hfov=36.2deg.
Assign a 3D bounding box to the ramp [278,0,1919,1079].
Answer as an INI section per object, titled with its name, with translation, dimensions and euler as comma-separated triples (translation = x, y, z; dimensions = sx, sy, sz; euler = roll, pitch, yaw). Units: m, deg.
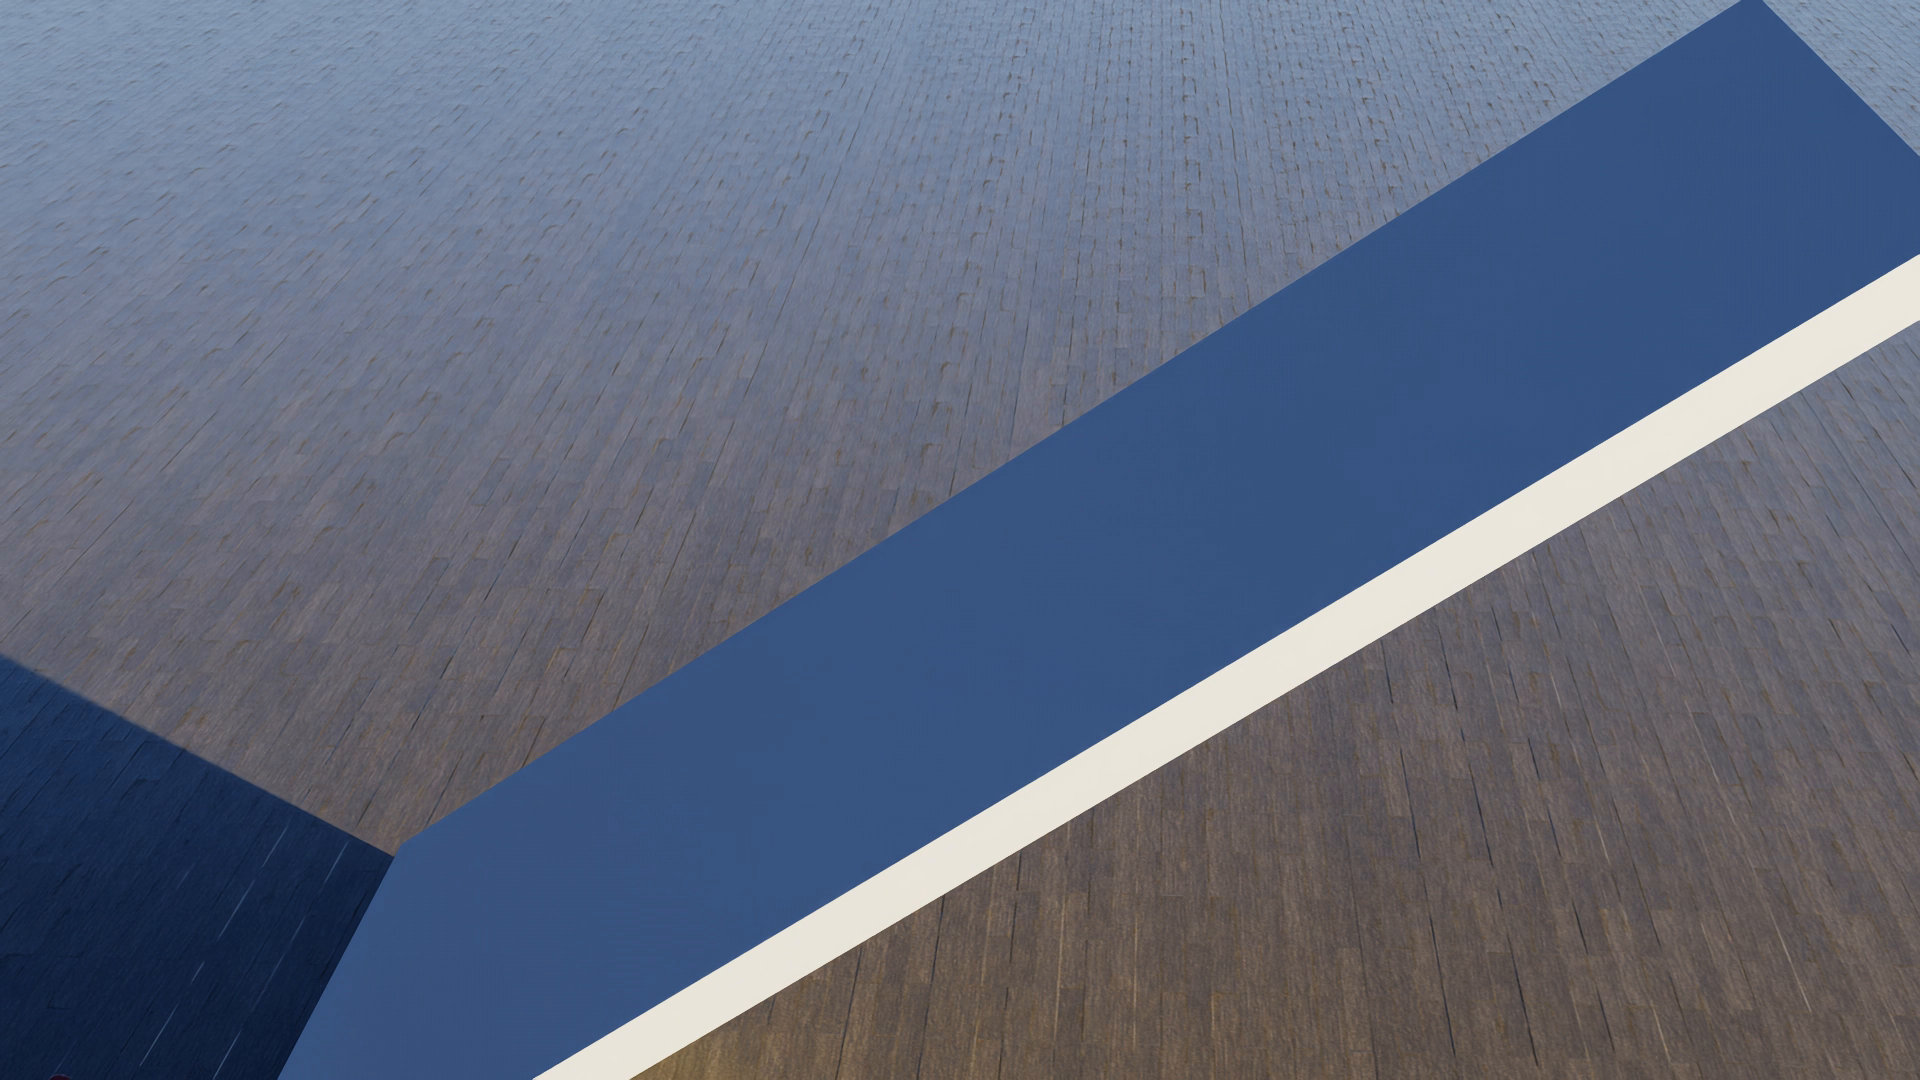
[ramp]
translation = 0.137, 0.173, 6.303
dimensions = 4.000, 0.100, 2.000
euler = -32, 16, 15
